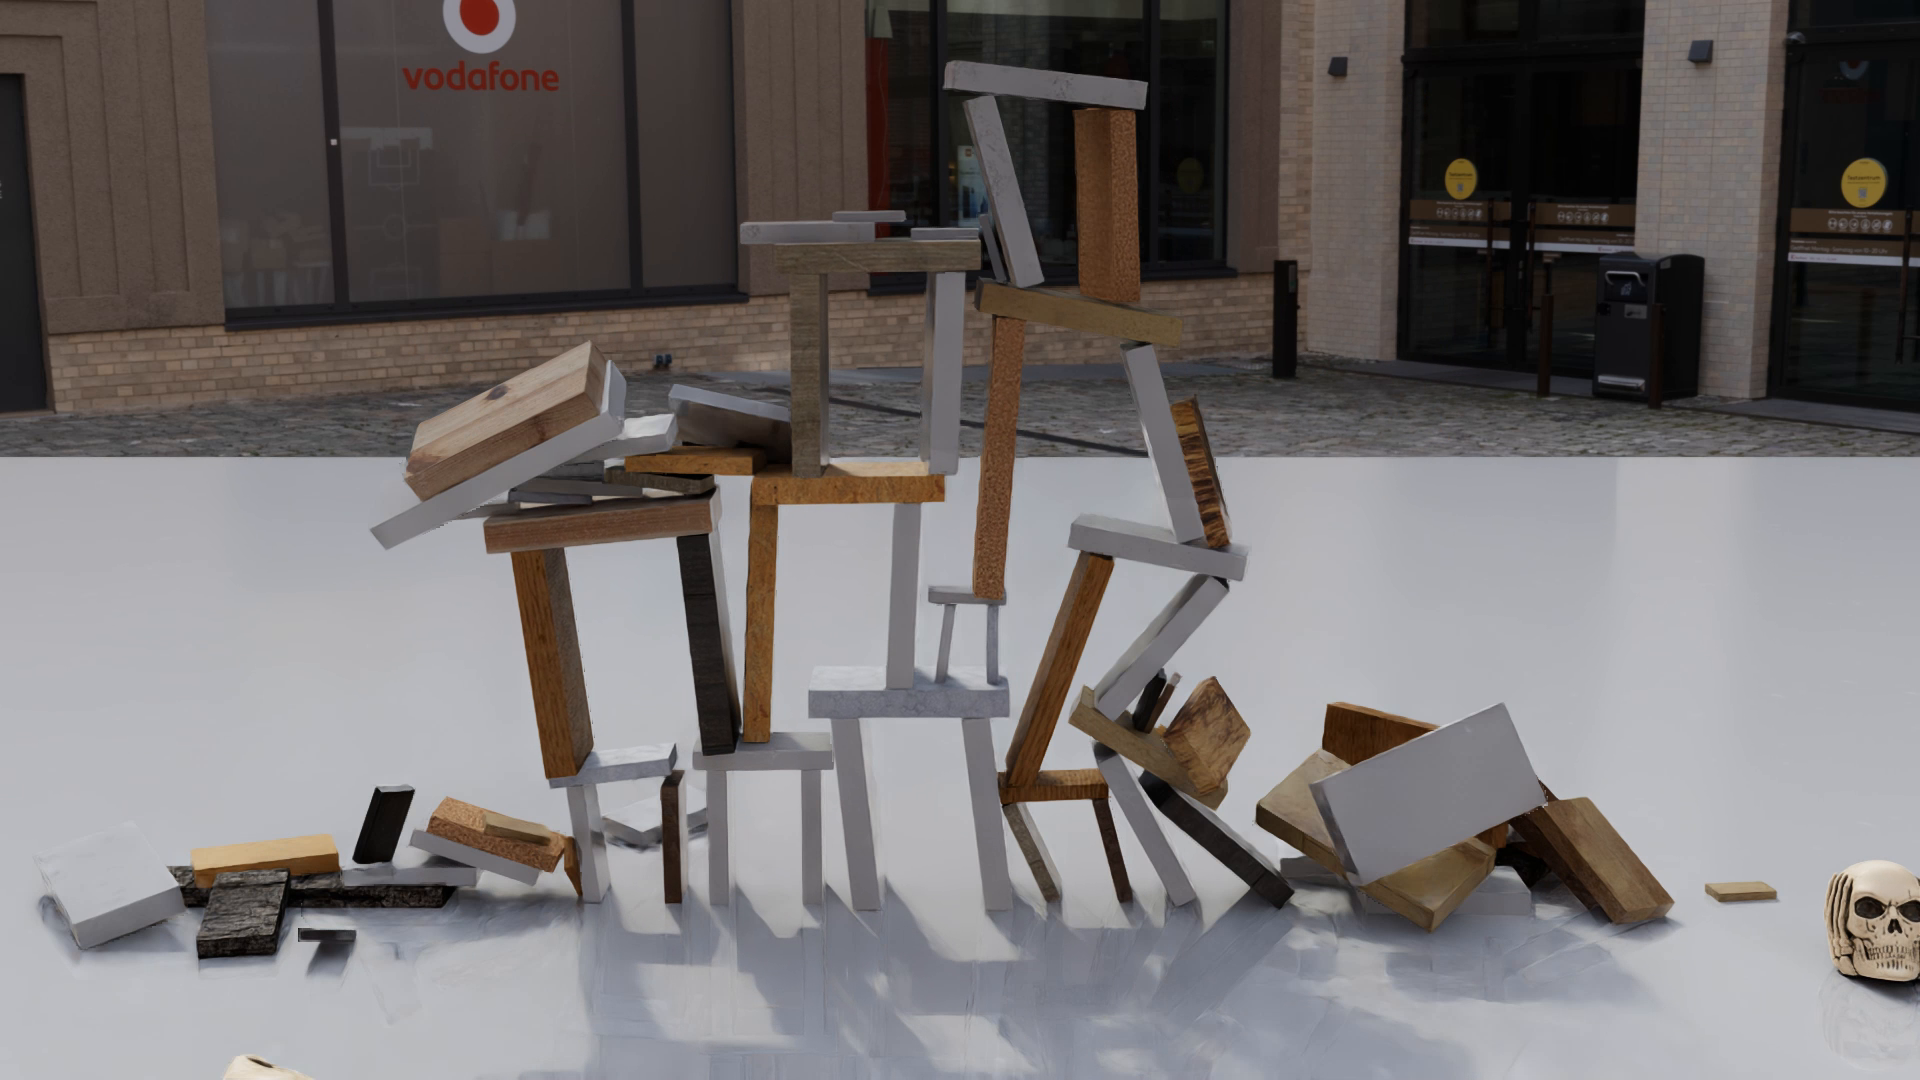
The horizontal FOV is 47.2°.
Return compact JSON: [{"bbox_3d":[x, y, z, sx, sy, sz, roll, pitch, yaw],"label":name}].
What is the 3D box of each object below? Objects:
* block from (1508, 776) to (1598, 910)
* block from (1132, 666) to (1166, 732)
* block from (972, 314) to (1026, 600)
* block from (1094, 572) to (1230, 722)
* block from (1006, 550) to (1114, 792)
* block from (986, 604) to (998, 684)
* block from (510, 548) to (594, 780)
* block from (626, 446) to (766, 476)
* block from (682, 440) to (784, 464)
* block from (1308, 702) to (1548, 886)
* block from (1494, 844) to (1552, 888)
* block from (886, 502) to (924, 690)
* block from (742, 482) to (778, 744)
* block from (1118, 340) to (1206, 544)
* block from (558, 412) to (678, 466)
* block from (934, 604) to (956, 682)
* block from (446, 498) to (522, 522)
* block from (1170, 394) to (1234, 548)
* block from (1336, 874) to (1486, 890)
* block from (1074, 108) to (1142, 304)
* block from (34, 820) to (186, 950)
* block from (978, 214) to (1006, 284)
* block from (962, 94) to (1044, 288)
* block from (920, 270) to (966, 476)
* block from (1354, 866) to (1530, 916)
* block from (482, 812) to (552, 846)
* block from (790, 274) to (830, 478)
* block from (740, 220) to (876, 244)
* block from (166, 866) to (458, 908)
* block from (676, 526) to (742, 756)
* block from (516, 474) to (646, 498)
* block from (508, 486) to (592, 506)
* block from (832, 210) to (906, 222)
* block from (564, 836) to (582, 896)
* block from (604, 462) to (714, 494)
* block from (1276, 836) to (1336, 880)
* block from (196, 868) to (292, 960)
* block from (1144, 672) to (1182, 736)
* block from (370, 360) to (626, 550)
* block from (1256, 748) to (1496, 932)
[{"bbox_3d":[1.004,0.503,3.670,0.117,0.033,0.234,-12,54,-47],"label":"block"},{"bbox_3d":[0.309,0.258,3.587,0.014,0.100,0.050,19,19,-9],"label":"block"},{"bbox_3d":[0.061,-0.139,3.534,0.045,0.445,0.158,4,10,-2],"label":"block"},{"bbox_3d":[0.327,0.163,3.585,0.040,0.284,0.142,40,9,-3],"label":"block"},{"bbox_3d":[0.161,0.203,3.600,0.040,0.399,0.142,19,10,-4],"label":"block"},{"bbox_3d":[0.053,0.163,3.584,0.018,0.128,0.064,1,11,0],"label":"block"},{"bbox_3d":[-0.665,0.184,3.601,0.051,0.373,0.180,-7,10,1],"label":"block"},{"bbox_3d":[-0.425,-0.129,3.546,0.207,0.029,0.104,2,11,8],"label":"block"},{"bbox_3d":[-0.357,-0.160,3.652,0.210,0.105,0.030,4,39,16],"label":"block"},{"bbox_3d":[0.748,0.405,3.512,0.347,0.174,0.049,-21,-6,-16],"label":"block"},{"bbox_3d":[0.972,0.542,3.827,0.133,0.038,0.266,7,13,34],"label":"block"},{"bbox_3d":[-0.089,0.077,3.572,0.043,0.302,0.151,3,11,0],"label":"block"},{"bbox_3d":[-0.332,0.119,3.650,0.043,0.408,0.151,2,11,-7],"label":"block"},{"bbox_3d":[0.324,-0.163,3.537,0.045,0.317,0.158,-16,9,3],"label":"block"},{"bbox_3d":[-0.564,-0.161,3.536,0.207,0.029,0.103,-7,22,5],"label":"block"},{"bbox_3d":[-0.024,0.163,3.585,0.018,0.128,0.064,7,11,-1],"label":"block"},{"bbox_3d":[-0.783,-0.050,3.560,0.133,0.019,0.067,-6,10,-3],"label":"block"},{"bbox_3d":[0.388,-0.110,3.523,0.033,0.234,0.117,-15,6,12],"label":"block"},{"bbox_3d":[0.744,0.540,3.640,0.237,0.033,0.117,1,11,7],"label":"block"},{"bbox_3d":[0.234,-0.535,3.508,0.042,0.298,0.149,-7,13,-19],"label":"block"},{"bbox_3d":[-1.384,0.556,3.575,0.163,0.046,0.326,-19,23,-28],"label":"block"},{"bbox_3d":[0.051,-0.461,3.472,0.015,0.108,0.054,-16,10,2],"label":"block"},{"bbox_3d":[0.067,-0.550,3.461,0.042,0.298,0.149,-16,11,0],"label":"block"},{"bbox_3d":[-0.028,-0.274,3.513,0.045,0.319,0.159,1,11,-6],"label":"block"},{"bbox_3d":[0.794,0.577,3.633,0.266,0.038,0.133,0,11,1],"label":"block"},{"bbox_3d":[-0.733,0.478,3.633,0.109,0.015,0.054,16,10,-20],"label":"block"},{"bbox_3d":[-0.239,-0.268,3.502,0.045,0.319,0.159,1,11,2],"label":"block"},{"bbox_3d":[-0.239,-0.487,3.474,0.210,0.030,0.105,-1,11,-2],"label":"block"},{"bbox_3d":[-1.111,0.576,3.656,0.528,0.032,0.114,0,11,1],"label":"block"},{"bbox_3d":[-0.408,0.154,3.597,0.051,0.359,0.180,-6,11,-1],"label":"block"},{"bbox_3d":[-0.614,-0.092,3.571,0.200,0.022,0.079,3,11,-5],"label":"block"},{"bbox_3d":[-0.665,-0.074,3.571,0.133,0.019,0.067,2,10,-9],"label":"block"},{"bbox_3d":[-0.143,-0.508,3.456,0.108,0.015,0.054,0,11,6],"label":"block"},{"bbox_3d":[-0.634,0.538,3.629,0.015,0.054,0.109,-7,-34,0],"label":"block"},{"bbox_3d":[-0.484,-0.100,3.547,0.158,0.022,0.079,7,12,9],"label":"block"},{"bbox_3d":[0.687,0.515,3.779,0.281,0.040,0.140,-7,21,7],"label":"block"},{"bbox_3d":[-1.134,0.590,3.488,0.114,0.032,0.228,-3,19,-10],"label":"block"},{"bbox_3d":[0.330,0.267,3.595,0.014,0.100,0.050,29,25,6],"label":"block"},{"bbox_3d":[-0.731,-0.136,3.490,0.434,0.046,0.163,-25,33,10],"label":"block"},{"bbox_3d":[0.678,0.486,3.601,0.350,0.049,0.174,30,50,34],"label":"block"}]
